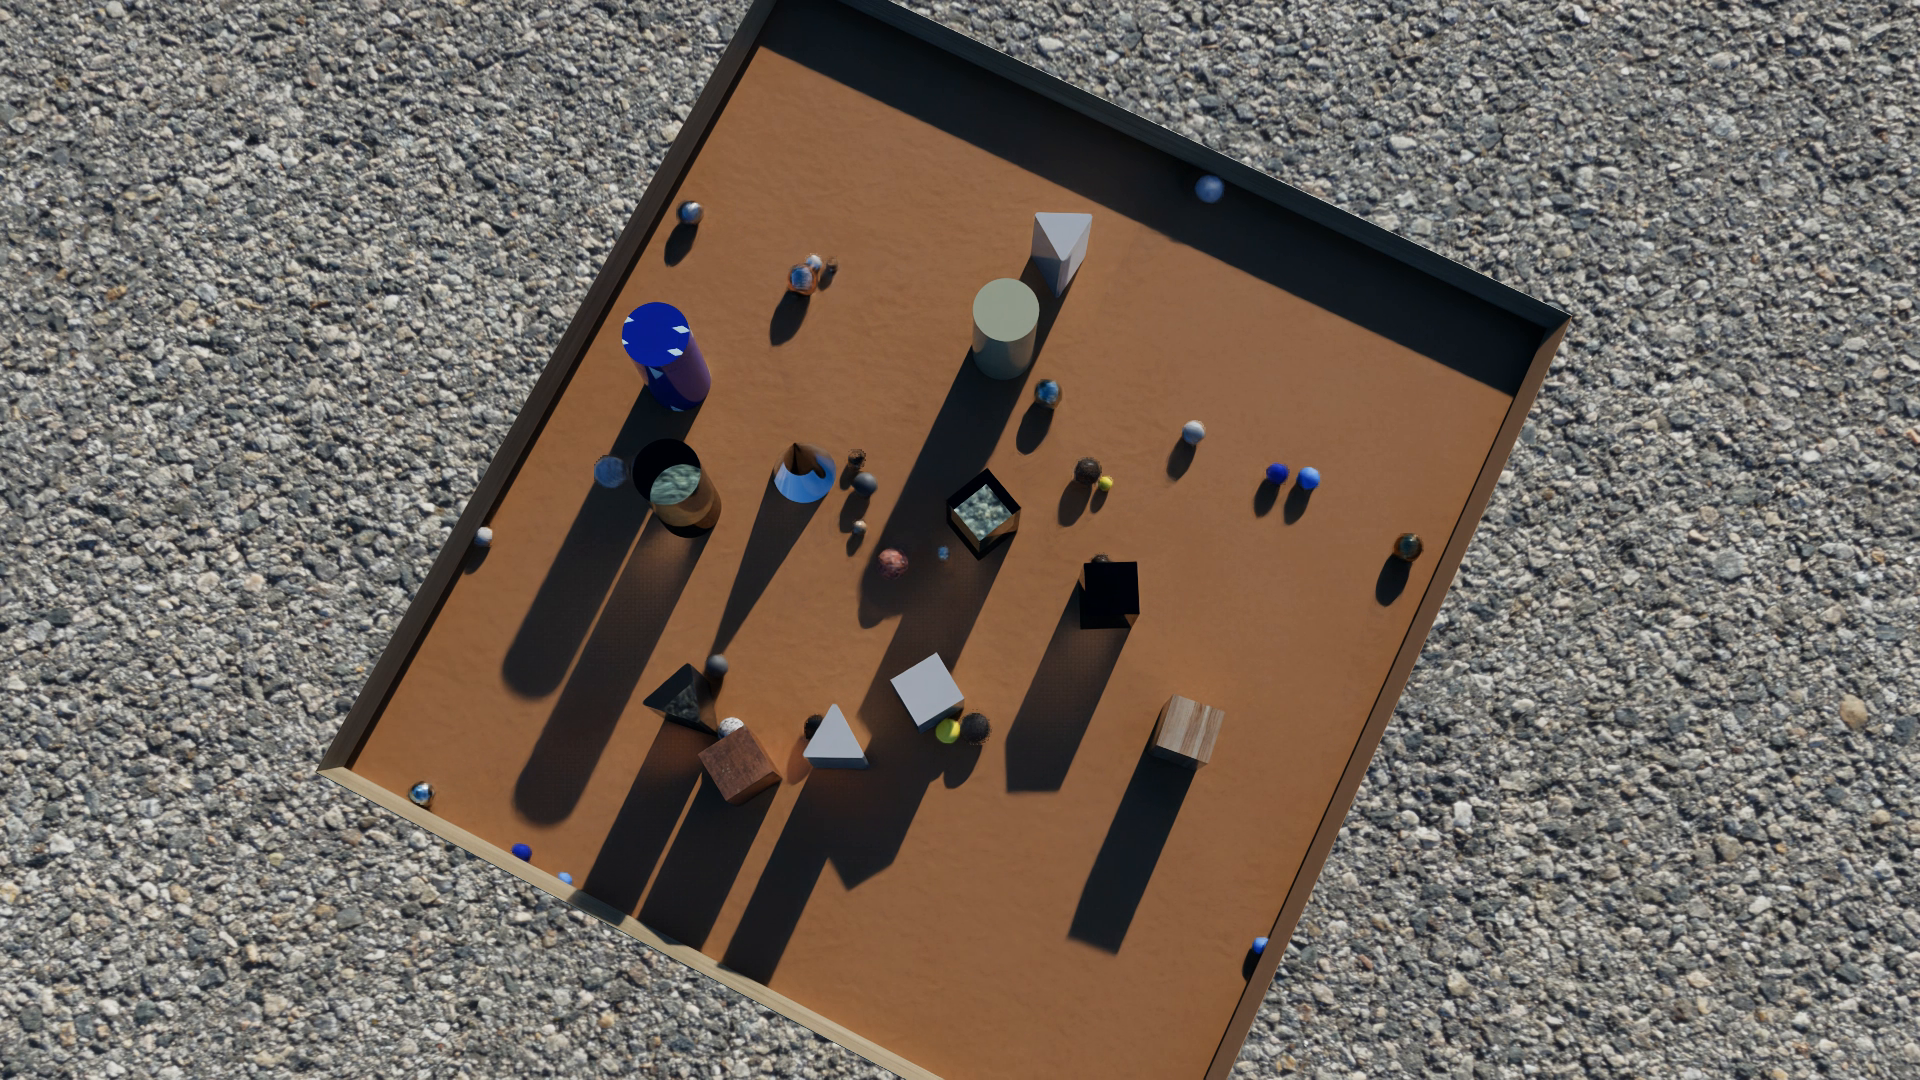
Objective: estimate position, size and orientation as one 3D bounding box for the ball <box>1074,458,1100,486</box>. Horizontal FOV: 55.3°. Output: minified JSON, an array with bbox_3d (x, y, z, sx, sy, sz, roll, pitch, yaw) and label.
[{"bbox_3d":[0.389,-0.208,5.618,0.081,0.081,0.081,0,78,0],"label":"ball"}]

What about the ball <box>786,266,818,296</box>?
[{"bbox_3d":[-0.493,-0.810,5.735,0.097,0.097,0.097,0,78,0],"label":"ball"}]

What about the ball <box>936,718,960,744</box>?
[{"bbox_3d":[-0.035,0.568,5.461,0.075,0.075,0.075,0,78,0],"label":"ball"}]

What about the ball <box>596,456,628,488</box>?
[{"bbox_3d":[-1.067,-0.208,5.611,0.096,0.096,0.096,0,78,0],"label":"ball"}]

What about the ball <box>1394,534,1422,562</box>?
[{"bbox_3d":[1.361,0.026,5.568,0.084,0.084,0.084,0,78,0],"label":"ball"}]

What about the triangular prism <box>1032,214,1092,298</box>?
[{"bbox_3d":[0.288,-0.904,5.632,0.146,0.336,0.168,31,80,6],"label":"triangular prism"}]

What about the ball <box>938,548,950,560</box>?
[{"bbox_3d":[-0.049,0.044,5.587,0.040,0.040,0.040,0,78,0],"label":"ball"}]

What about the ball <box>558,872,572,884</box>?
[{"bbox_3d":[-1.164,1.001,5.387,0.045,0.045,0.045,0,78,0],"label":"ball"}]

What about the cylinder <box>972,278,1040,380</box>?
[{"bbox_3d":[0.135,-0.634,5.549,0.194,0.389,0.194,0,78,0],"label":"cylinder"}]

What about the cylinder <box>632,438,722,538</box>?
[{"bbox_3d":[-0.831,-0.147,5.414,0.194,0.456,0.194,0,78,0],"label":"cylinder"}]

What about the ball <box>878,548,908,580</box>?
[{"bbox_3d":[-0.203,0.071,5.553,0.096,0.096,0.096,0,78,0],"label":"ball"}]

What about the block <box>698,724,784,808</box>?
[{"bbox_3d":[-0.635,0.659,5.326,0.156,0.301,0.156,-32,80,-6],"label":"block"}]

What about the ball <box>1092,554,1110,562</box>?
[{"bbox_3d":[0.428,0.078,5.567,0.065,0.065,0.065,0,78,0],"label":"ball"}]

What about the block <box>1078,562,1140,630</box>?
[{"bbox_3d":[0.441,0.167,5.451,0.156,0.257,0.156,-2,78,0],"label":"block"}]

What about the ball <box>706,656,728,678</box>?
[{"bbox_3d":[-0.728,0.381,5.503,0.067,0.067,0.067,0,78,0],"label":"ball"}]

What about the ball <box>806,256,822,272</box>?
[{"bbox_3d":[-0.459,-0.871,5.772,0.049,0.049,0.049,0,78,0],"label":"ball"}]

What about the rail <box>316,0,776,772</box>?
[{"bbox_3d":[-1.206,-0.584,5.672,0.045,0.126,2.933,26,80,5],"label":"rail"}]

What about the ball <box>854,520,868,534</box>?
[{"bbox_3d":[-0.304,-0.038,5.602,0.043,0.043,0.043,0,78,0],"label":"ball"}]

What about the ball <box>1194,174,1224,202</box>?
[{"bbox_3d":[0.788,-1.113,5.801,0.090,0.090,0.090,0,78,0],"label":"ball"}]

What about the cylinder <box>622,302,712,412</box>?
[{"bbox_3d":[-0.874,-0.543,5.490,0.194,0.468,0.194,0,78,0],"label":"cylinder"}]

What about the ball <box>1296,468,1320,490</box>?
[{"bbox_3d":[1.068,-0.188,5.621,0.068,0.068,0.068,0,78,0],"label":"ball"}]

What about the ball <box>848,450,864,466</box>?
[{"bbox_3d":[-0.320,-0.251,5.644,0.047,0.047,0.047,0,78,0],"label":"ball"}]

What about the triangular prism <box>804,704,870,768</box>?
[{"bbox_3d":[-0.352,0.569,5.302,0.168,0.385,0.146,1,78,0],"label":"triangular prism"}]

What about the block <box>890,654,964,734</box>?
[{"bbox_3d":[-0.094,0.454,5.400,0.156,0.240,0.156,-31,80,-6],"label":"block"}]

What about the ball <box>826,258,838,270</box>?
[{"bbox_3d":[-0.402,-0.870,5.775,0.041,0.041,0.041,0,78,0],"label":"ball"}]

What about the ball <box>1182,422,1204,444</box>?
[{"bbox_3d":[0.717,-0.330,5.649,0.070,0.070,0.070,0,78,0],"label":"ball"}]

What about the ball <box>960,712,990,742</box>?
[{"bbox_3d":[0.046,0.559,5.456,0.088,0.088,0.088,0,78,0],"label":"ball"}]

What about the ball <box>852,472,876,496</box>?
[{"bbox_3d":[-0.292,-0.169,5.615,0.072,0.072,0.072,0,78,0],"label":"ball"}]

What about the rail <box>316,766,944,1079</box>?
[{"bbox_3d":[-0.645,1.271,5.288,2.745,0.126,0.045,26,80,5],"label":"rail"}]

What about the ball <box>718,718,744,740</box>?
[{"bbox_3d":[-0.680,0.570,5.455,0.084,0.084,0.084,0,78,0],"label":"ball"}]

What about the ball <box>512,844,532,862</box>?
[{"bbox_3d":[-1.290,0.924,5.396,0.057,0.057,0.057,0,78,0],"label":"ball"}]

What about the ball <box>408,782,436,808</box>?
[{"bbox_3d":[-1.591,0.753,5.421,0.077,0.077,0.077,0,78,0],"label":"ball"}]

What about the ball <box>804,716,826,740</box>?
[{"bbox_3d":[-0.427,0.562,5.459,0.081,0.081,0.081,0,78,0],"label":"ball"}]

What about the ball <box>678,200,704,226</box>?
[{"bbox_3d":[-0.850,-1.031,5.789,0.081,0.081,0.081,0,78,0],"label":"ball"}]

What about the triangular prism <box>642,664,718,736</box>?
[{"bbox_3d":[-0.782,0.454,5.314,0.168,0.408,0.146,18,79,4],"label":"triangular prism"}]

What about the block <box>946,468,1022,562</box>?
[{"bbox_3d":[0.068,-0.073,5.474,0.156,0.309,0.156,-38,81,-7],"label":"block"}]

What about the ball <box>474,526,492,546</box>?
[{"bbox_3d":[-1.455,-0.011,5.589,0.059,0.059,0.059,0,78,0],"label":"ball"}]

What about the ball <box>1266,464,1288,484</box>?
[{"bbox_3d":[0.973,-0.203,5.626,0.065,0.065,0.065,0,78,0],"label":"ball"}]

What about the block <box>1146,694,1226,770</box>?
[{"bbox_3d":[0.658,0.565,5.357,0.156,0.279,0.156,19,79,4],"label":"block"}]

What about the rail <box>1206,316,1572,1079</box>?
[{"bbox_3d":[1.206,0.597,5.427,0.045,0.126,2.933,26,80,5],"label":"rail"}]

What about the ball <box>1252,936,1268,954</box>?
[{"bbox_3d":[0.880,1.183,5.346,0.051,0.051,0.051,0,78,0],"label":"ball"}]

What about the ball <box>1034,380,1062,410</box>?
[{"bbox_3d":[0.273,-0.449,5.664,0.089,0.089,0.089,0,78,0],"label":"ball"}]

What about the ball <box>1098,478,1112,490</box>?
[{"bbox_3d":[0.447,-0.172,5.630,0.043,0.043,0.043,0,78,0],"label":"ball"}]

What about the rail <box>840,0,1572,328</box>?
[{"bbox_3d":[0.645,-1.257,5.811,2.745,0.126,0.045,26,80,5],"label":"rail"}]

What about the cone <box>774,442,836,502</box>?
[{"bbox_3d":[-0.480,-0.246,5.484,0.194,0.359,0.194,0,78,0],"label":"cone"}]
